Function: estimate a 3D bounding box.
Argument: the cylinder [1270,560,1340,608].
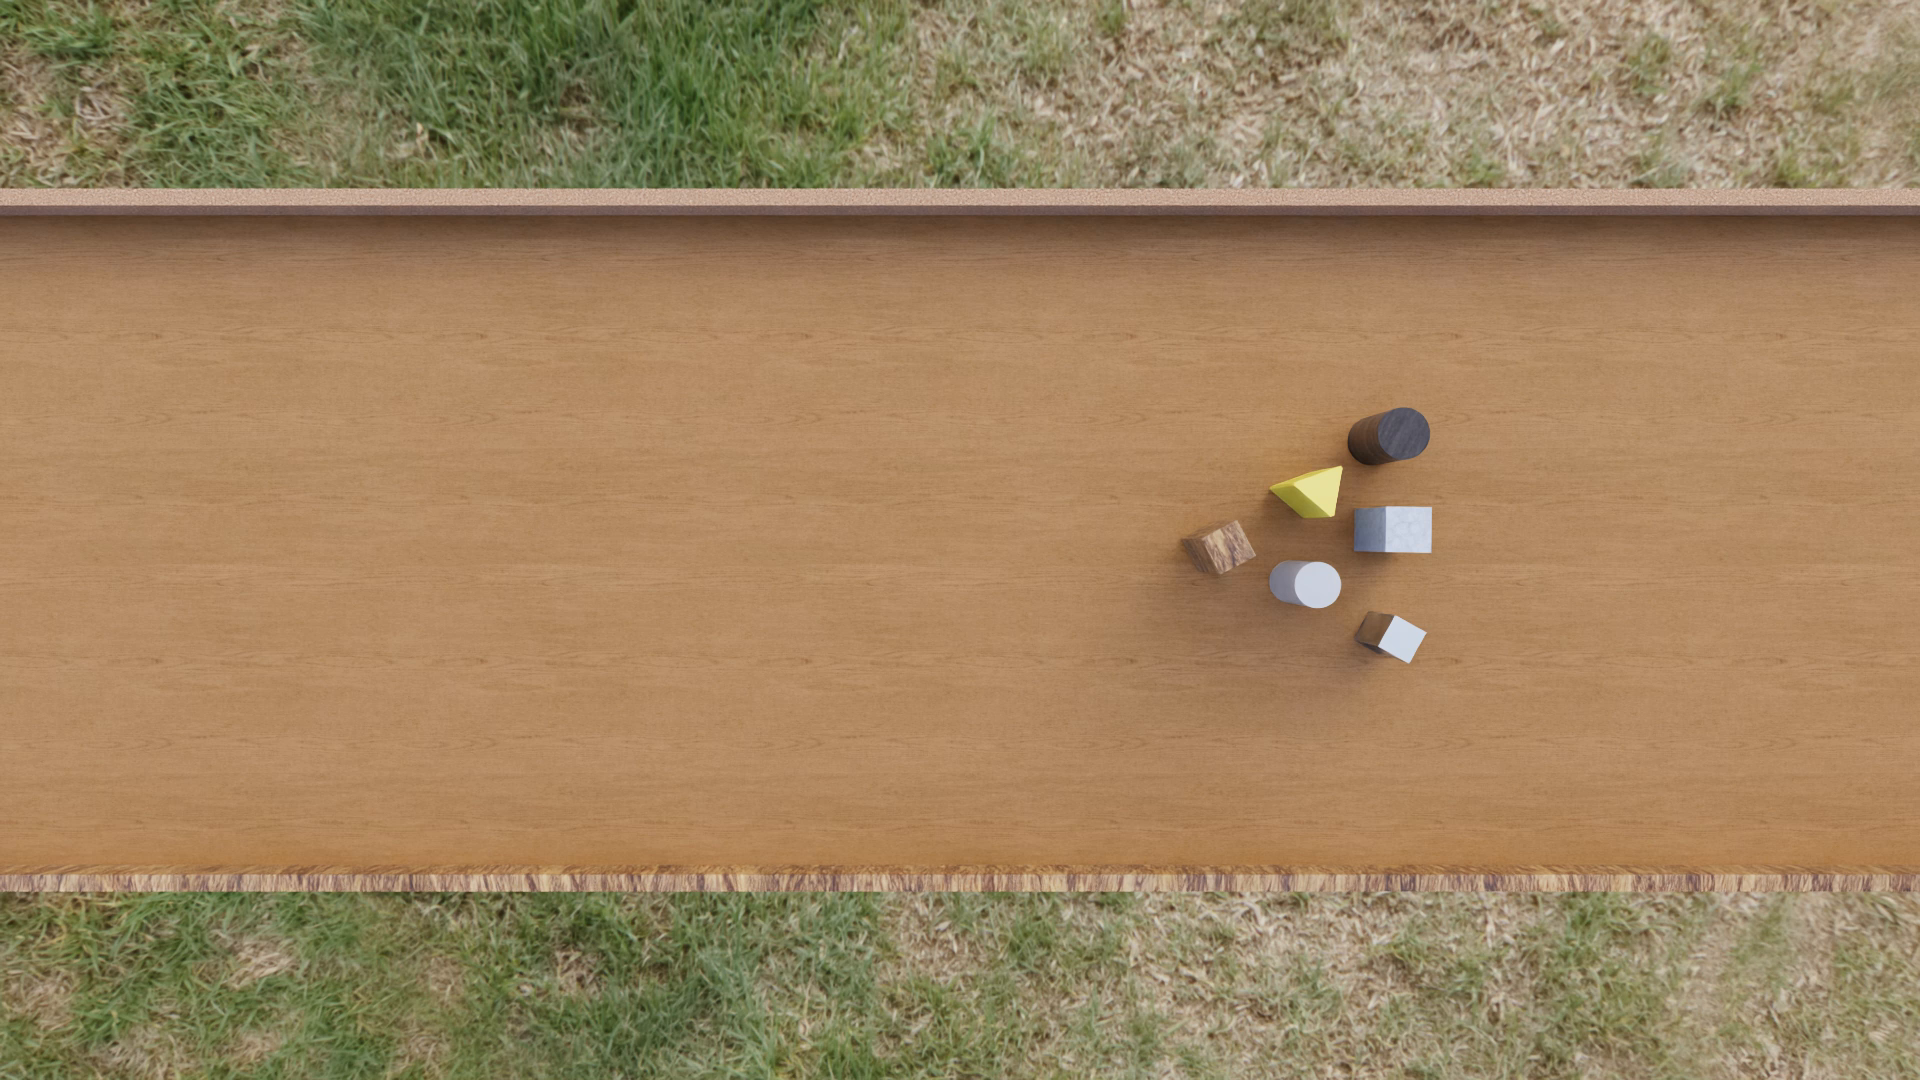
[{"bbox_3d":[1.017,0.128,4.883,0.132,0.387,0.132,0,90,0],"label":"cylinder"}]

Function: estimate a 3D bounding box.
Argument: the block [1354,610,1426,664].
[{"bbox_3d":[1.279,0.287,4.923,0.103,0.308,0.103,29,90,0],"label":"block"}]

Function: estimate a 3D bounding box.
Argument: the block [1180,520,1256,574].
[{"bbox_3d":[0.757,0.020,4.859,0.114,0.434,0.114,-28,90,0],"label":"block"}]

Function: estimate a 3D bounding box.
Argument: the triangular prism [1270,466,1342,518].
[{"bbox_3d":[1.048,-0.161,4.891,0.144,0.372,0.125,40,90,0],"label":"triangular prism"}]

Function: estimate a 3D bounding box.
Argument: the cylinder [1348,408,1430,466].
[{"bbox_3d":[1.267,-0.304,4.892,0.150,0.368,0.150,0,90,0],"label":"cylinder"}]

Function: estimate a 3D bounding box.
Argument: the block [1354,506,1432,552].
[{"bbox_3d":[1.279,-0.030,4.889,0.130,0.376,0.130,1,90,0],"label":"block"}]

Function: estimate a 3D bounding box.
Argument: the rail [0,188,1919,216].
[{"bbox_3d":[-2.247,-1.025,5.002,12.000,0.150,0.050,0,90,0],"label":"rail"}]

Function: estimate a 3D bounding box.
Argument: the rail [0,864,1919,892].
[{"bbox_3d":[-2.247,1.025,5.001,12.000,0.150,0.050,0,90,0],"label":"rail"}]
